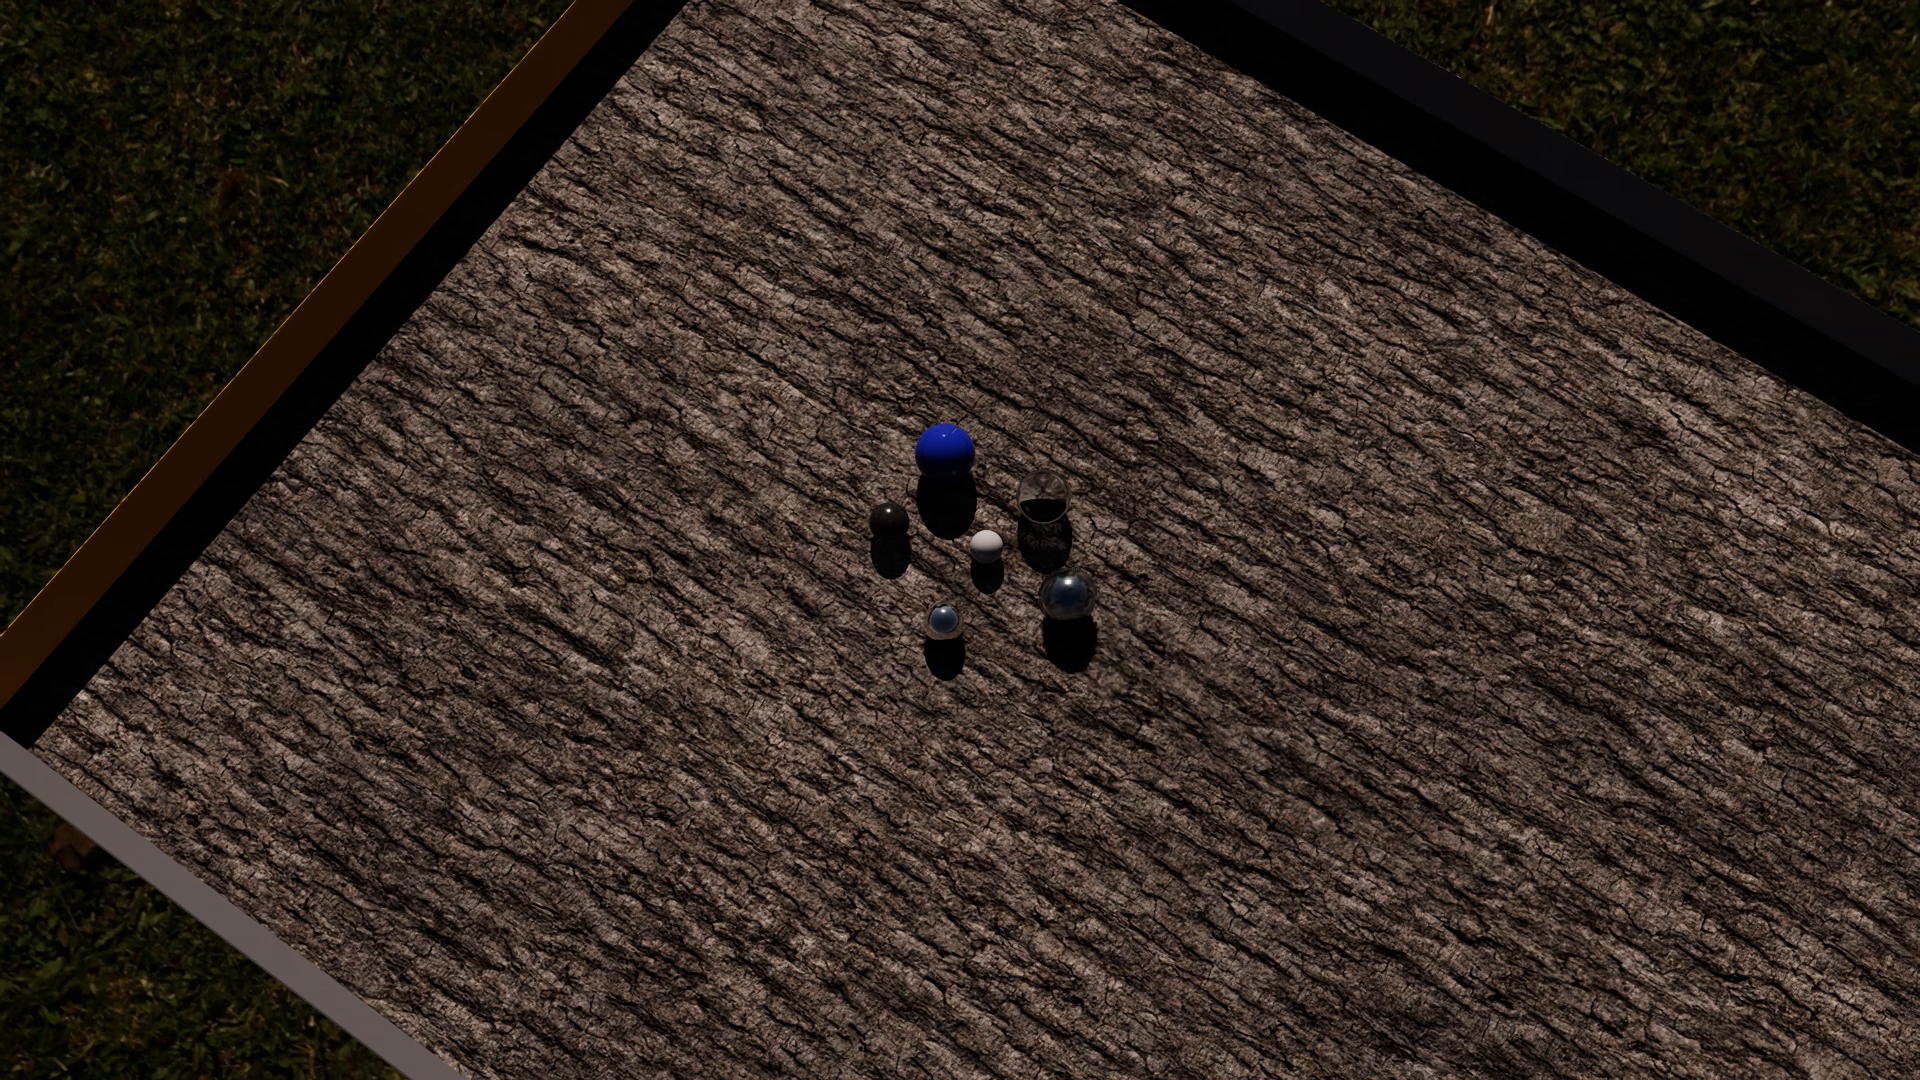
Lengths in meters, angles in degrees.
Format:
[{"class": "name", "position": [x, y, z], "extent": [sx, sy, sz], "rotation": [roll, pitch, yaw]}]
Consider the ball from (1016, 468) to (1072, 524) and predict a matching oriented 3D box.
[{"class": "ball", "position": [0.133, -0.070, 3.505], "extent": [0.088, 0.088, 0.088], "rotation": [0, 68, 0]}]

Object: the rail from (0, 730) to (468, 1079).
[{"class": "rail", "position": [0.259, 1.414, 2.885], "extent": [4.344, 0.127, 0.045], "rotation": [33, 72, 12]}]

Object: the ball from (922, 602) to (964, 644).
[{"class": "ball", "position": [-0.026, 0.129, 3.437], "extent": [0.065, 0.065, 0.065], "rotation": [0, 68, 0]}]

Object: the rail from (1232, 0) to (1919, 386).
[{"class": "rail", "position": [1.528, -0.289, 3.571], "extent": [4.344, 0.127, 0.045], "rotation": [33, 72, 12]}]

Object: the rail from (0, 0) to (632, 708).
[{"class": "rail", "position": [-0.874, -0.570, 3.684], "extent": [0.045, 0.127, 2.279], "rotation": [33, 72, 12]}]

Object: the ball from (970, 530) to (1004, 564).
[{"class": "ball", "position": [0.042, 0.011, 3.491], "extent": [0.054, 0.054, 0.054], "rotation": [0, 68, 0]}]

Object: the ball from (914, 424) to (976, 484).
[{"class": "ball", "position": [-0.024, -0.138, 3.527], "extent": [0.098, 0.098, 0.098], "rotation": [0, 68, 0]}]

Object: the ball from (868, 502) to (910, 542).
[{"class": "ball", "position": [-0.113, -0.028, 3.501], "extent": [0.065, 0.065, 0.065], "rotation": [0, 68, 0]}]

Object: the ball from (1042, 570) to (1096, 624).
[{"class": "ball", "position": [0.170, 0.090, 3.442], "extent": [0.085, 0.085, 0.085], "rotation": [0, 68, 0]}]
